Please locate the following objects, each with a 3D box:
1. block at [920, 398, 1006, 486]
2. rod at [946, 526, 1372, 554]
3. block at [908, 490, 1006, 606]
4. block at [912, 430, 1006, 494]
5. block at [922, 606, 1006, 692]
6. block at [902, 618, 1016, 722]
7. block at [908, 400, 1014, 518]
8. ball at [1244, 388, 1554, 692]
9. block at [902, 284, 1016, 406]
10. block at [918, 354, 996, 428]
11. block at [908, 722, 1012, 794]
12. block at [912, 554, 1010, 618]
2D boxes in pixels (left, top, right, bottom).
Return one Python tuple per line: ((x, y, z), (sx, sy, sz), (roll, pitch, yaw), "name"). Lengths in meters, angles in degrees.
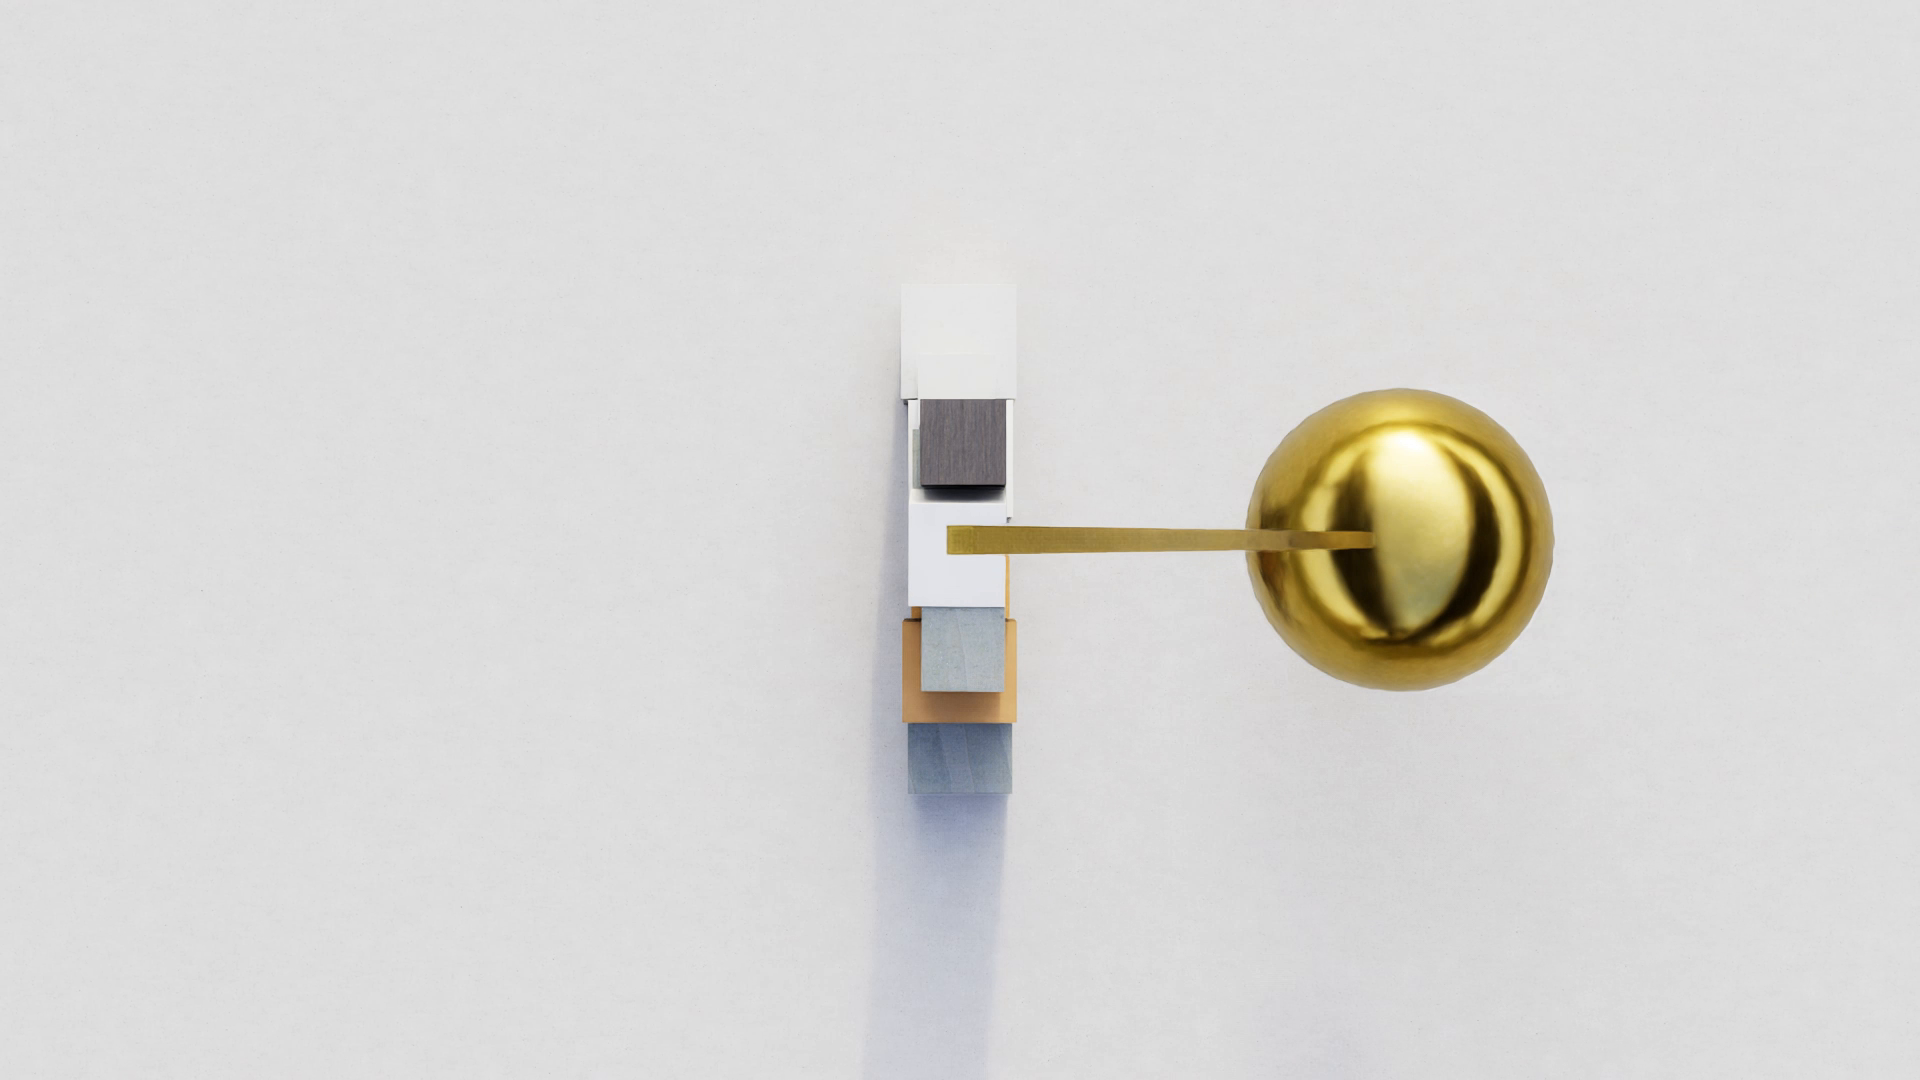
((0.017, -0.507, 11.601), (0.447, 0.530, 0.442), (0, 90, 0), "block")
((0.994, 0.000, 8.404), (0.080, 5.200, 0.080), (0, 90, 22), "rod")
((-0.014, 0.037, 11.633), (0.502, 0.493, 0.540), (0, 100, 0), "block")
((-0.003, -0.331, 12.122), (0.509, 0.513, 0.535), (0, 90, 0), "block")
((0.017, 0.536, 11.709), (0.436, 0.452, 0.454), (0, 98, 0), "block")
((-0.003, 0.719, 12.218), (0.623, 0.505, 0.549), (0, 90, 0), "block")
((0.005, -0.459, 12.690), (0.588, 0.621, 0.658), (0, 90, 0), "block")
((2.295, 0.000, 11.545), (1.600, 1.600, 1.600), (0, 90, 0), "ball")
((-0.006, -1.119, 12.693), (0.650, 0.614, 0.643), (0, 90, 0), "block")
((-0.017, -0.809, 12.157), (0.420, 0.446, 0.385), (0, 88, 0), "block")
((0.001, 1.166, 12.741), (0.594, 0.519, 0.549), (0, 90, 0), "block")
((0.002, 0.186, 12.202), (0.533, 0.547, 0.487), (0, 89, 0), "block")
